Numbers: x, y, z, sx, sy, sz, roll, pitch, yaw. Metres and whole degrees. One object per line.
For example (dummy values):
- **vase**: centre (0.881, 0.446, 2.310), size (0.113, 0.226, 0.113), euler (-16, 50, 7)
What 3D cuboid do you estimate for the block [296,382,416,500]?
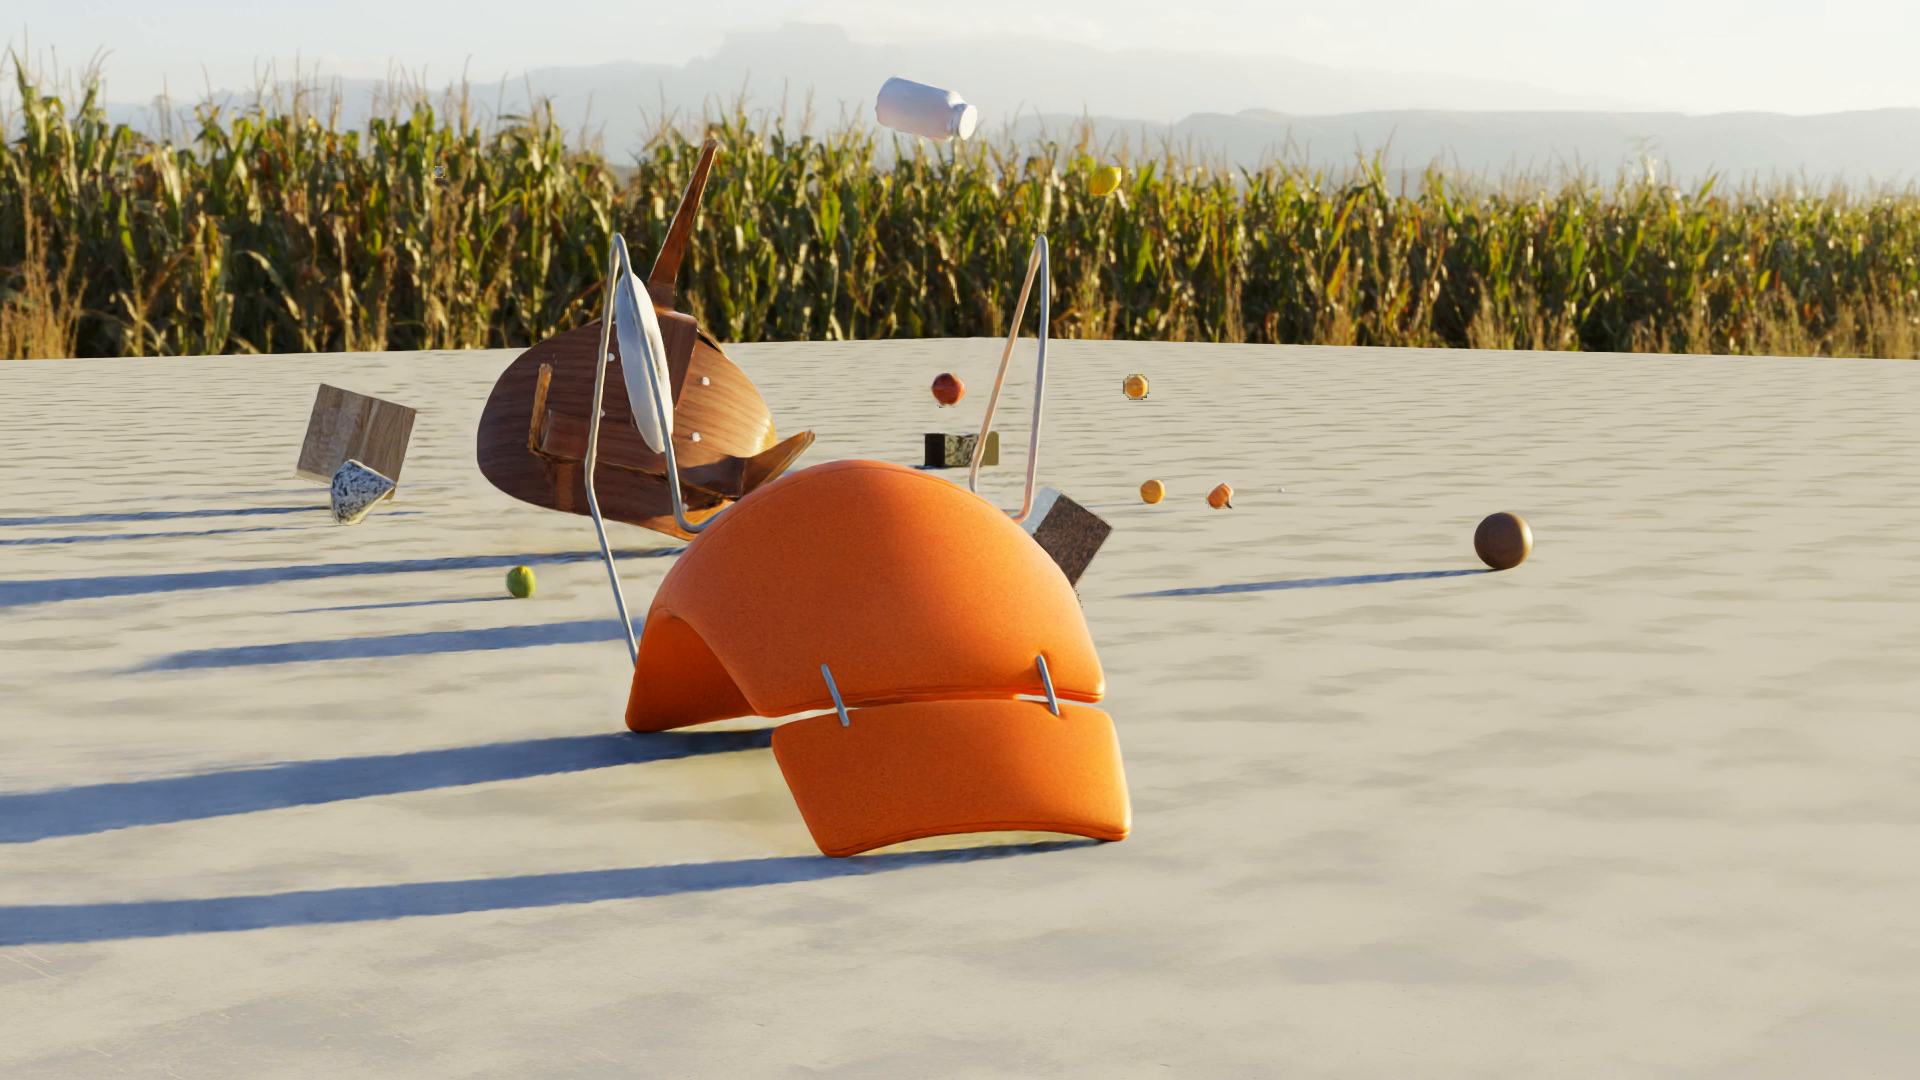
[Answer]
- **block**: centre (-1.728, -0.278, 7.343), size (0.277, 0.252, 0.179), euler (15, -9, -14)

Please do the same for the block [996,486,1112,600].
- **block**: centre (0.192, 0.003, 5.250), size (0.127, 0.177, 0.225), euler (34, 1, -9)

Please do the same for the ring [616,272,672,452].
- **ring**: centre (-0.519, -0.292, 4.216), size (0.047, 0.309, 0.133), euler (-12, -9, 11)

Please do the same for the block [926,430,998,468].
- **block**: centre (0.006, -0.316, 8.918), size (0.197, 0.114, 0.161), euler (-5, 8, -43)

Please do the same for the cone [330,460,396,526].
- **cone**: centre (-1.544, -0.136, 6.756), size (0.165, 0.193, 0.140), euler (-9, -40, 28)
